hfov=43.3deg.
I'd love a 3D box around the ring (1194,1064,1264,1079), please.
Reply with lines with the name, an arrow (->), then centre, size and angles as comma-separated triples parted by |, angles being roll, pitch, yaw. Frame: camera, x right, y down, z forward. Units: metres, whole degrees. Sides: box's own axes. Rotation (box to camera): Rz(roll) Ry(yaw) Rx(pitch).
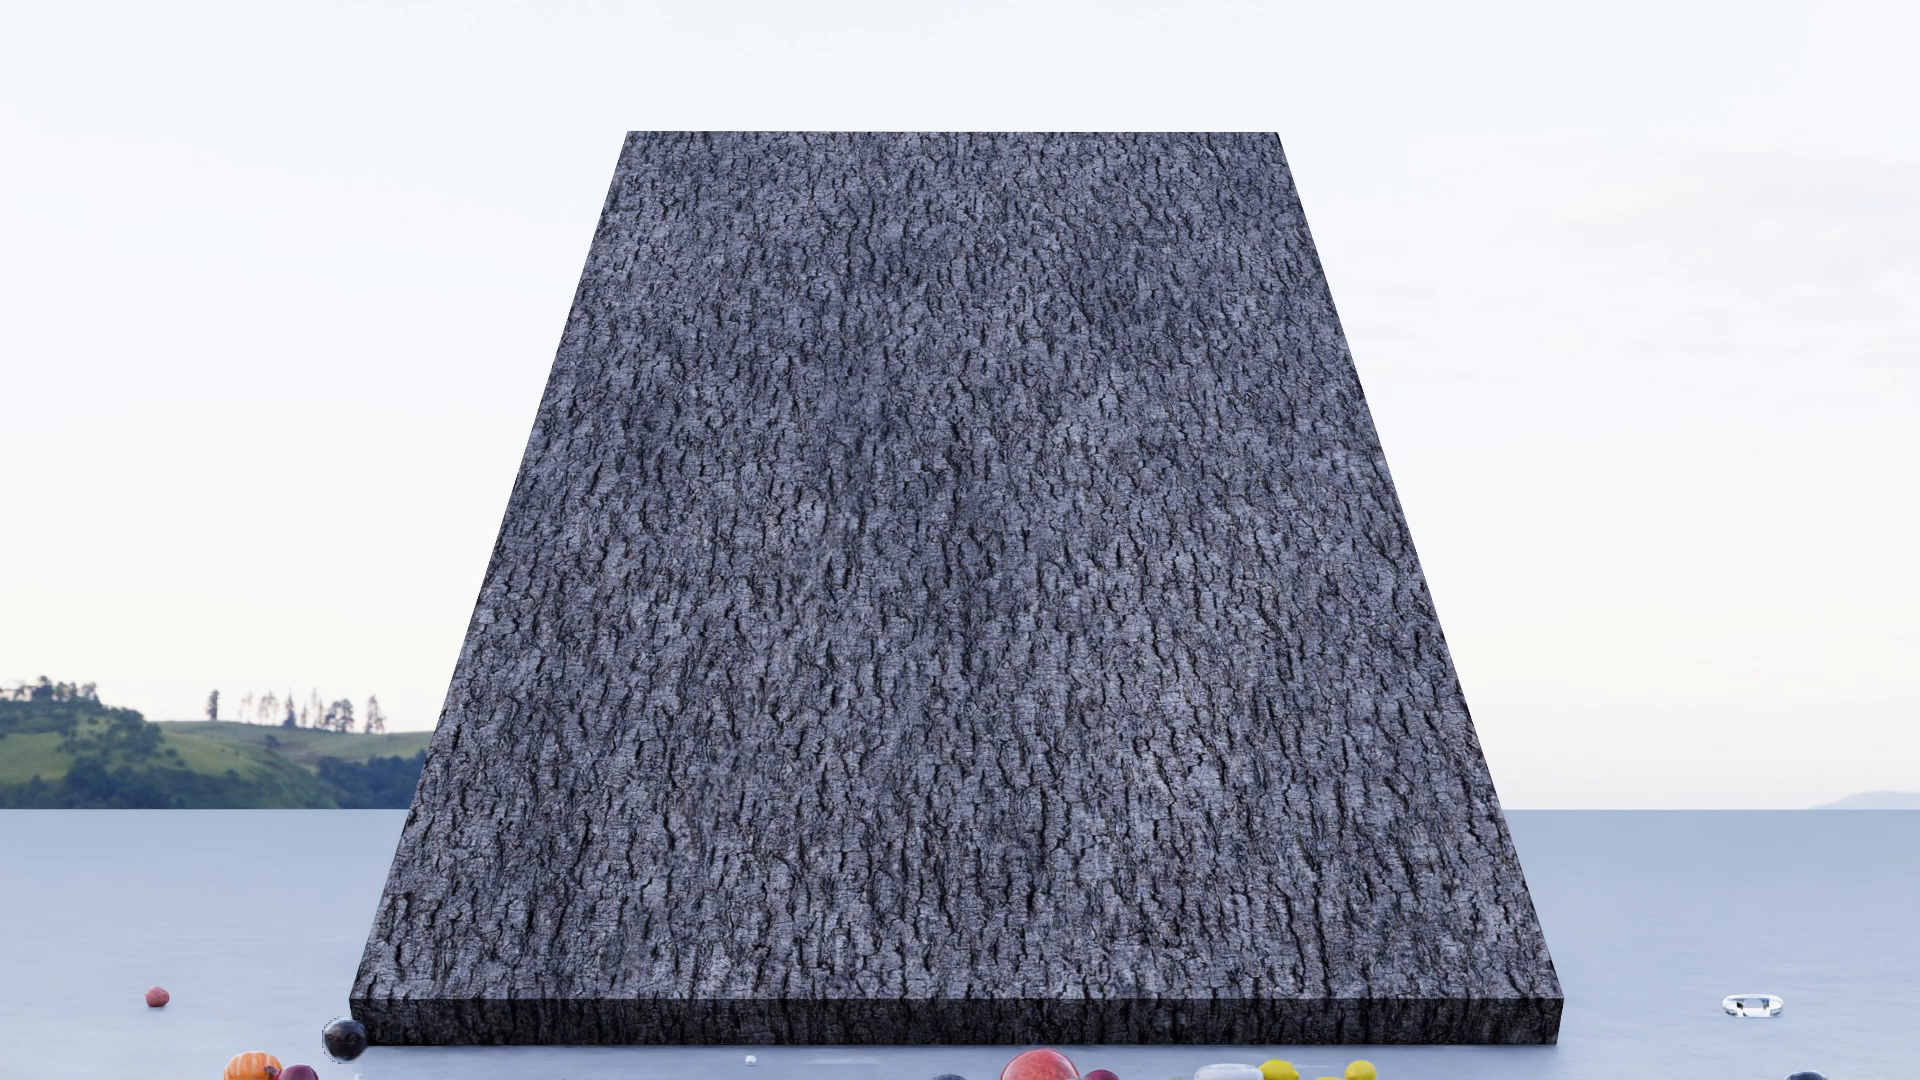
ring -> 0.378, 0.756, 3.397 | 0.098, 0.033, 0.098 | -1, -5, 0

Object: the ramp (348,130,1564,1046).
ramp -> -0.013, -0.208, 5.732 | 2.000, 0.100, 4.000 | 0, 30, 0

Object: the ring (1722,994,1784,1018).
ring -> 1.503, 0.883, 4.584 | 0.112, 0.037, 0.112 | -1, -7, 0
